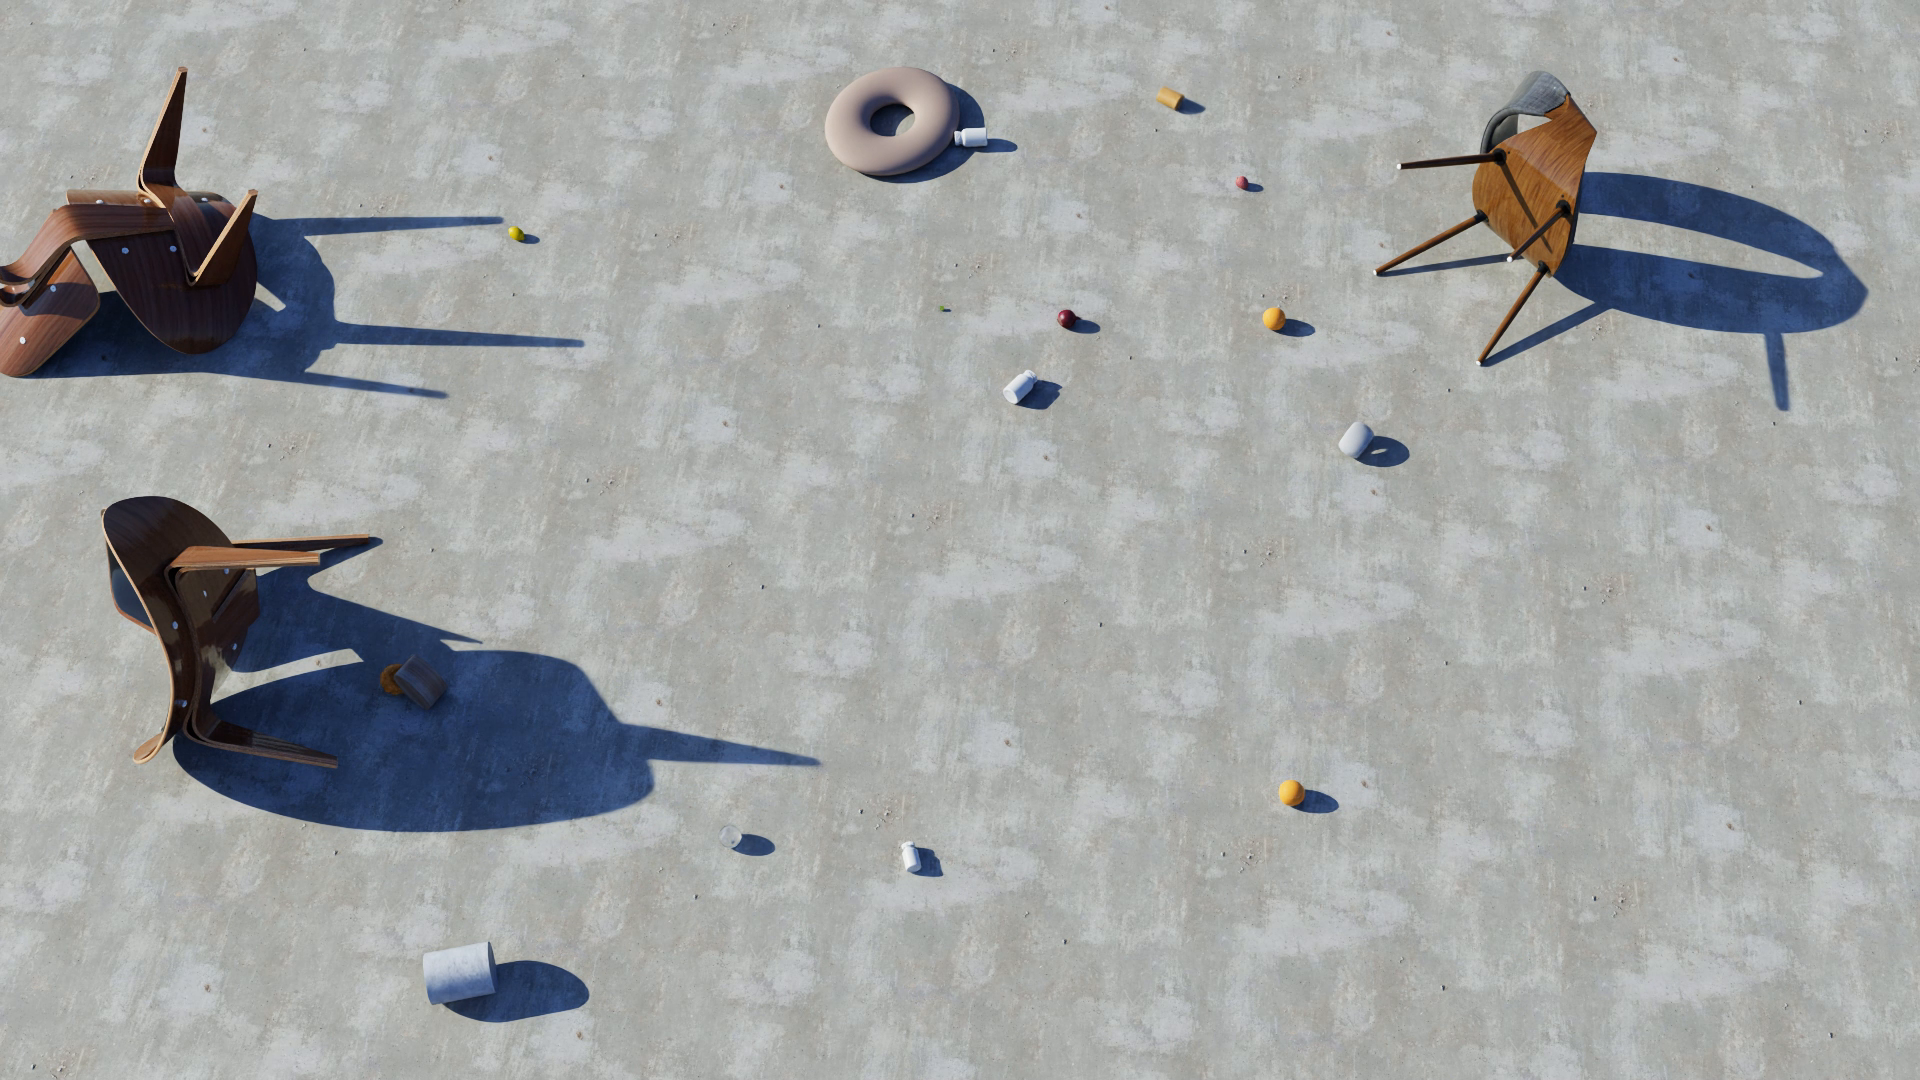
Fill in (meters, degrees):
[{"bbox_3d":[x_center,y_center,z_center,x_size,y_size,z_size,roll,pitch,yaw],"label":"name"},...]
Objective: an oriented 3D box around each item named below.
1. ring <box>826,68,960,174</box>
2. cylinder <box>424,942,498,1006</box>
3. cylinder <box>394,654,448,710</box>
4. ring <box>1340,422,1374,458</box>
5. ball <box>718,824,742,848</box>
[{"bbox_3d":[-0.229,-1.430,7.492,0.441,0.071,0.514,26,60,16],"label":"ring"},{"bbox_3d":[-1.302,1.129,5.735,0.166,0.136,0.136,-10,75,-6],"label":"cylinder"},{"bbox_3d":[-1.528,0.402,6.226,0.086,0.146,0.081,2,47,46],"label":"cylinder"},{"bbox_3d":[1.213,-0.306,6.730,0.074,0.083,0.121,36,65,11],"label":"ring"},{"bbox_3d":[-0.627,0.808,5.994,0.064,0.064,0.064,0,56,0],"label":"ball"}]
